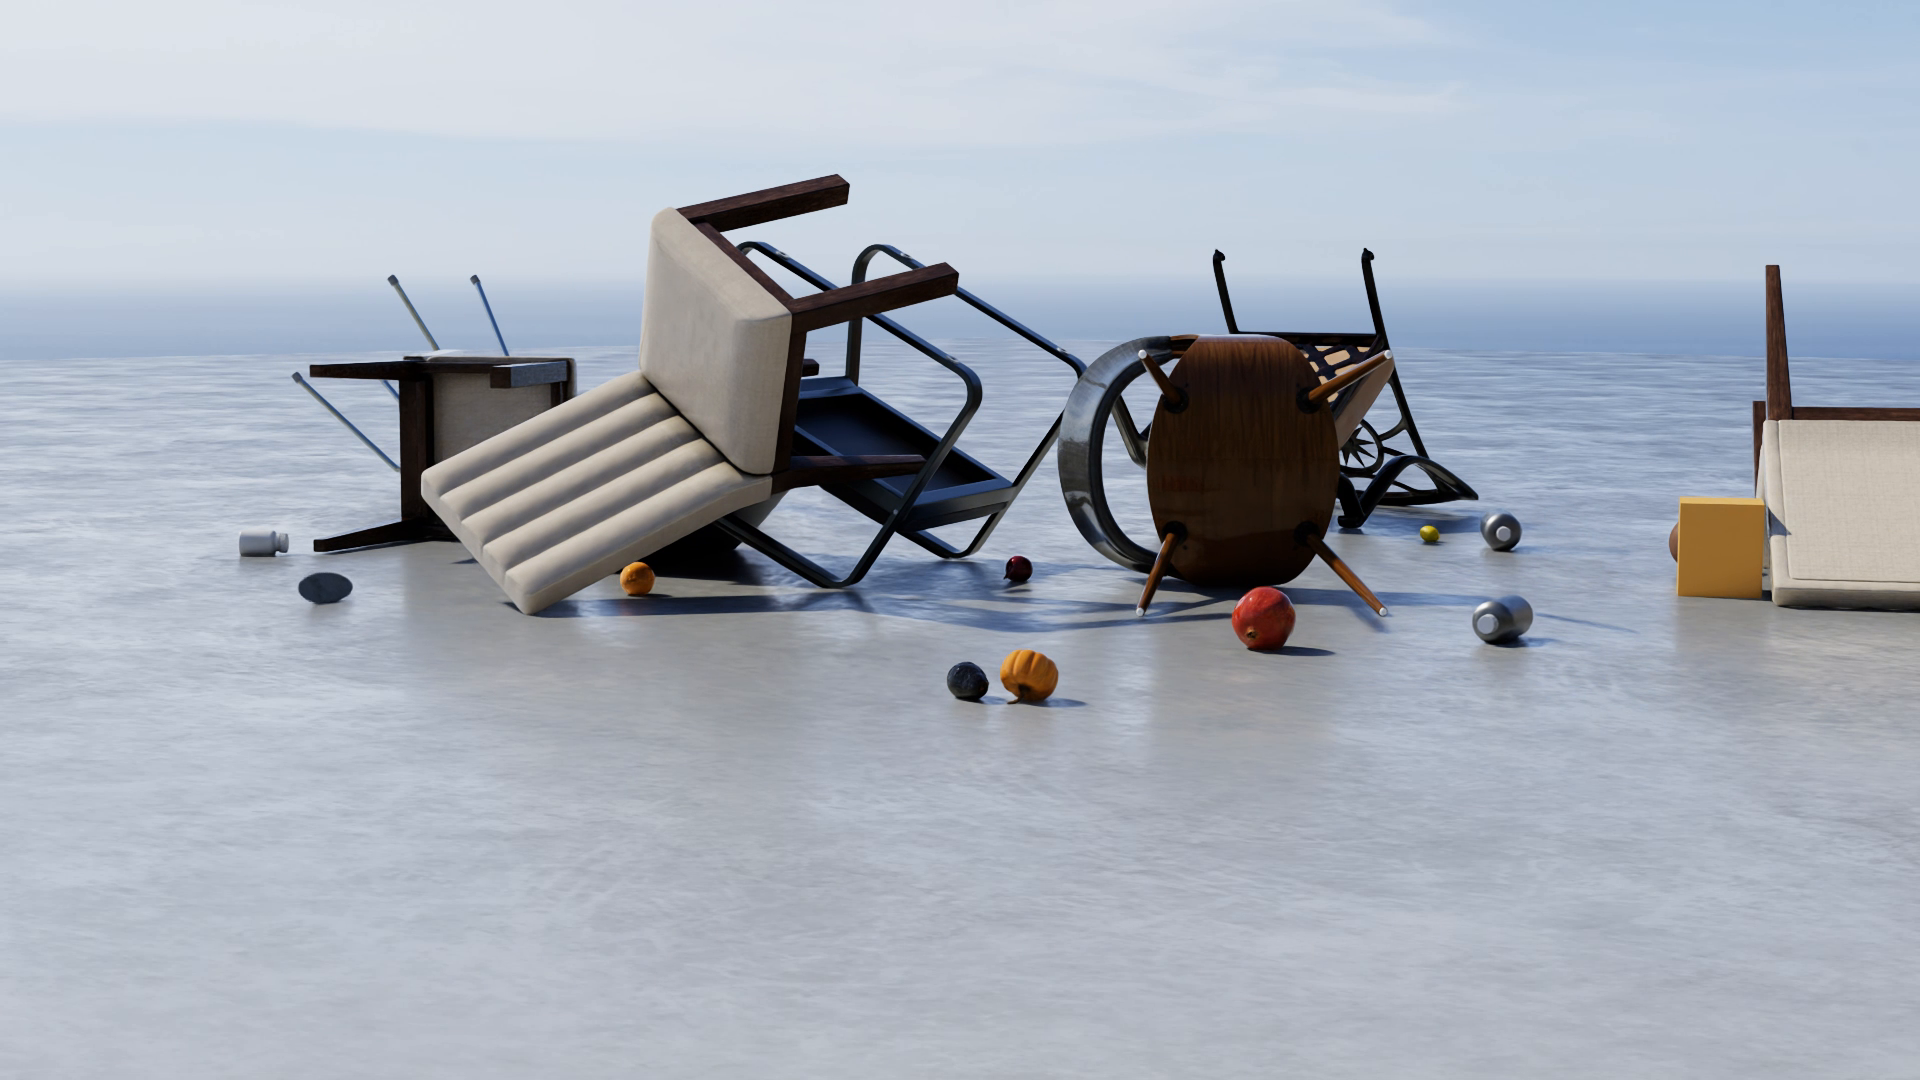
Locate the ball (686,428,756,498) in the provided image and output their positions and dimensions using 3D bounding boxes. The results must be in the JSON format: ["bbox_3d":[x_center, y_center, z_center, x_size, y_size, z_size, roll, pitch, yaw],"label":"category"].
[{"bbox_3d":[-0.711,-0.229,7.619,0.209,0.209,0.209,0,6,0],"label":"ball"}]

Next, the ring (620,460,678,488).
[{"bbox_3d":[-0.977,-0.208,8.066,0.186,0.076,0.161,2,8,7],"label":"ring"}]

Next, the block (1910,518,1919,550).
[{"bbox_3d":[2.334,-0.015,6.209,0.067,0.071,0.037,2,6,21],"label":"block"}]

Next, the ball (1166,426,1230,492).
[{"bbox_3d":[0.727,-0.248,7.855,0.197,0.197,0.197,0,6,0],"label":"ball"}]

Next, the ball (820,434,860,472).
[{"bbox_3d":[-0.405,-0.297,8.661,0.129,0.129,0.129,0,6,0],"label":"ball"}]

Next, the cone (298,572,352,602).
[{"bbox_3d":[-1.301,0.109,5.212,0.127,0.070,0.052,-11,-22,-48],"label":"cone"}]

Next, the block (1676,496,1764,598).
[{"bbox_3d":[1.580,0.014,5.335,0.165,0.192,0.157,2,6,15],"label":"block"}]
